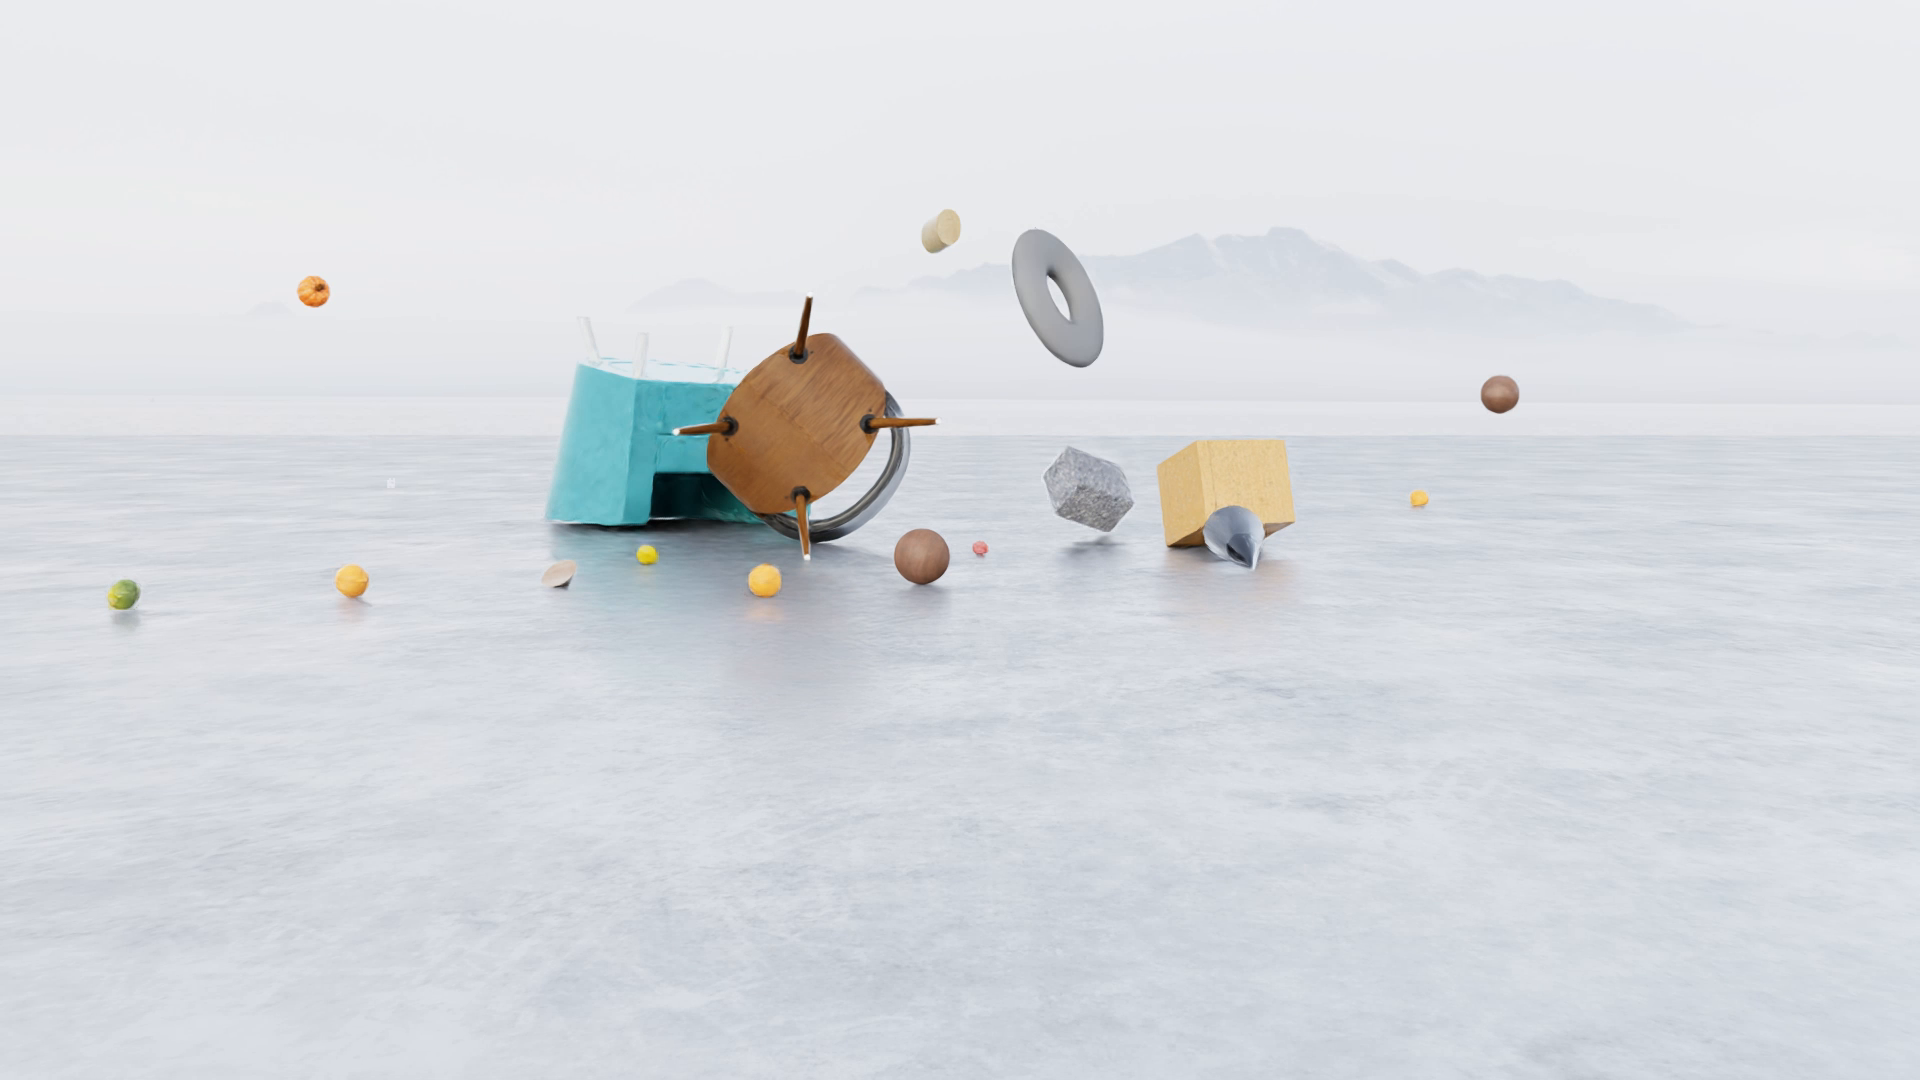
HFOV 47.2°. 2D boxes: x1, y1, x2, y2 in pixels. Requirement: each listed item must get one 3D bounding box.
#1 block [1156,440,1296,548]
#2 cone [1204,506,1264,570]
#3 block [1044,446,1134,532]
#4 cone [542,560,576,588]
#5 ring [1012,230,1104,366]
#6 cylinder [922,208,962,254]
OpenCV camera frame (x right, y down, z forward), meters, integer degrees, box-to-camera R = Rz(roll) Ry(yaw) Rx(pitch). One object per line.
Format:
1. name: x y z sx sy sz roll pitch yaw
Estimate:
1. block: 0.747 -0.130 6.200 0.271 0.238 0.273 -1 -13 -20
2. cone: 0.724 0.028 5.614 0.162 0.148 0.299 19 16 -9
3. block: 0.397 -0.156 6.797 0.210 0.137 0.172 18 37 -30
4. cone: -0.905 0.090 5.018 0.090 0.041 0.084 -13 42 19
5. ring: 0.334 -0.823 7.462 0.401 0.540 0.092 12 -34 -45
6. cylinder: -0.065 -1.057 7.530 0.095 0.128 0.119 10 -13 -26
